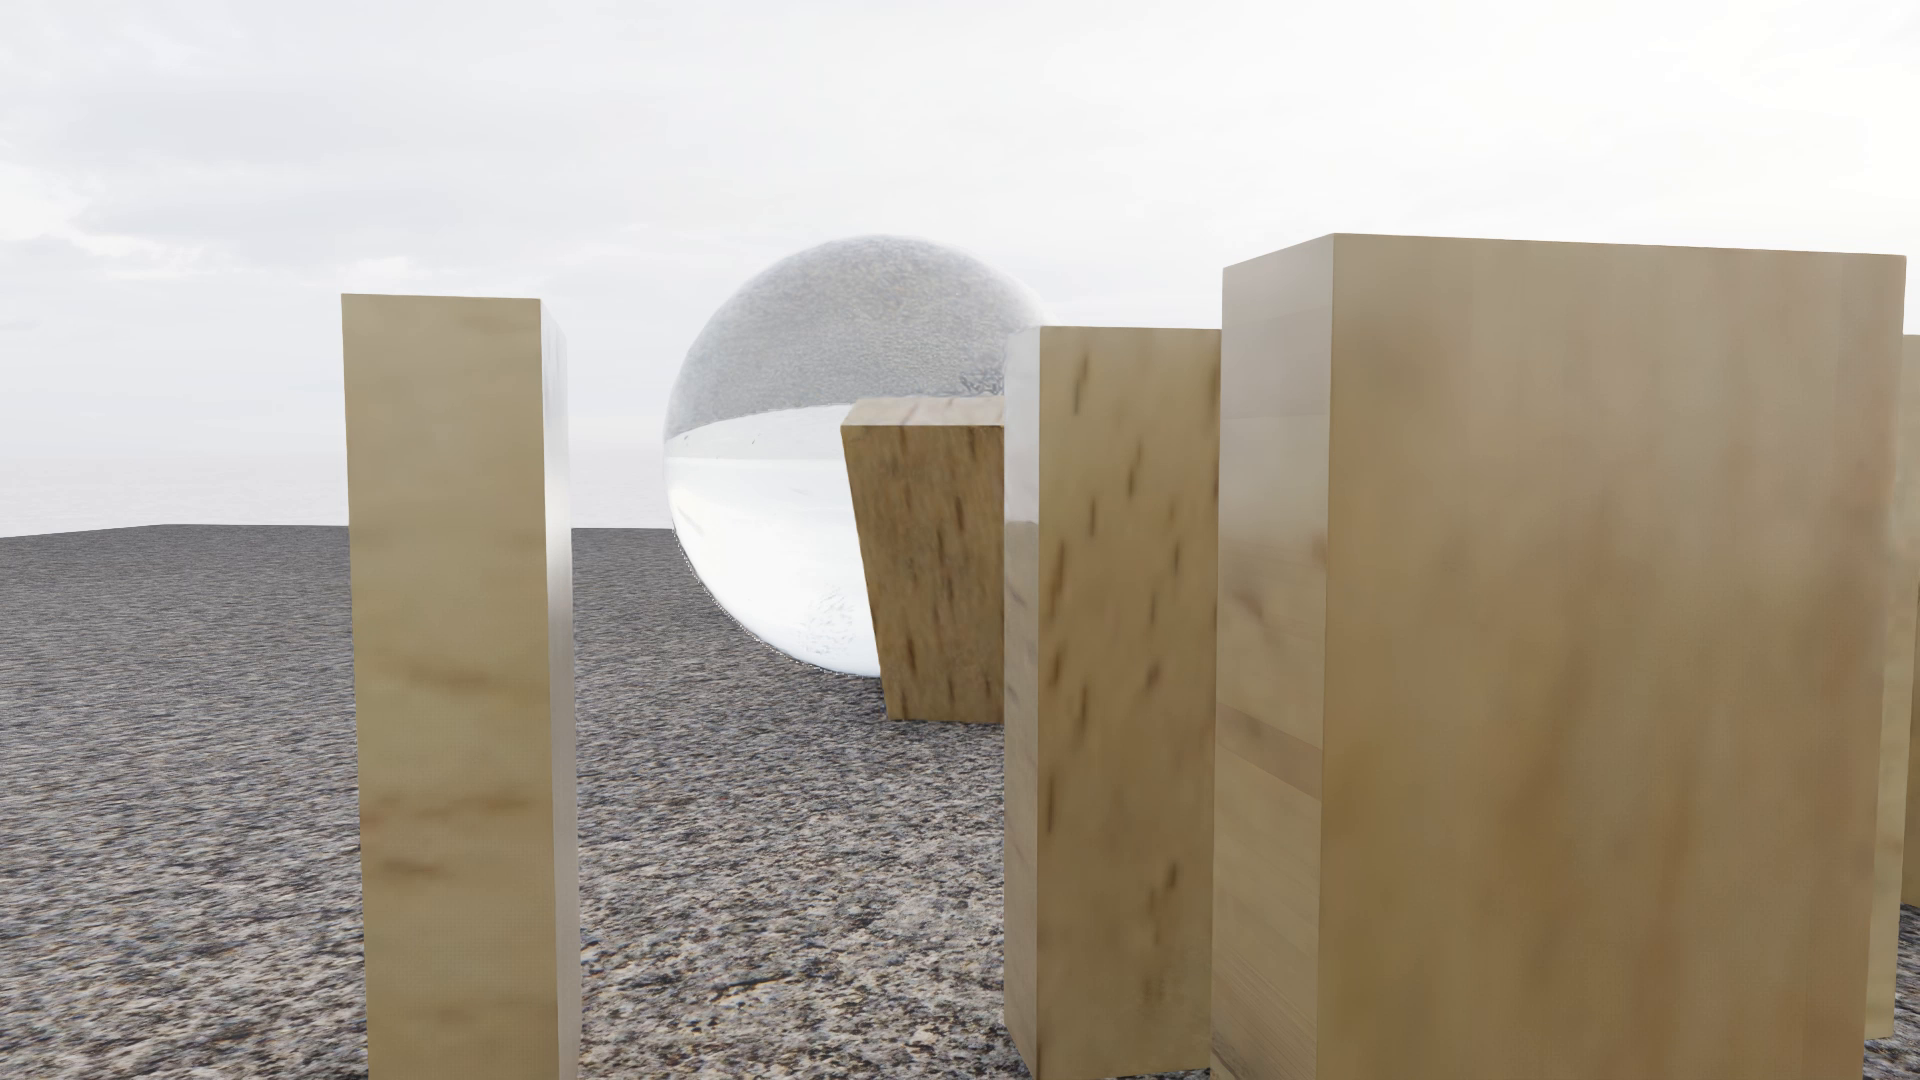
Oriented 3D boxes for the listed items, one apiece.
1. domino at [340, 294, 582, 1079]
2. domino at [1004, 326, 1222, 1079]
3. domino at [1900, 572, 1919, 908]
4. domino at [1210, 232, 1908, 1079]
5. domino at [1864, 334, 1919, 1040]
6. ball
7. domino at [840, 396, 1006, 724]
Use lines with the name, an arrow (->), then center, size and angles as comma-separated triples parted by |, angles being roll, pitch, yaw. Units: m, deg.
domino -> -0.029, 0.012, 0.079 | 0.009, 0.050, 0.025 | -1, 4, -14
domino -> 0.016, 0.011, 0.090 | 0.025, 0.050, 0.010 | -1, 4, -11
domino -> 0.095, 0.009, 0.111 | 0.010, 0.050, 0.025 | -1, 5, -19
domino -> 0.024, 0.013, 0.055 | 0.025, 0.050, 0.009 | -1, 4, -13
domino -> 0.059, 0.010, 0.101 | 0.009, 0.050, 0.025 | -1, 4, -14
ball -> -0.013, -0.015, 0.234 | 0.080, 0.080, 0.080 | 0, 4, 0
domino -> -0.001, 0.004, 0.188 | 0.025, 0.050, 0.009 | 1, 31, 14
